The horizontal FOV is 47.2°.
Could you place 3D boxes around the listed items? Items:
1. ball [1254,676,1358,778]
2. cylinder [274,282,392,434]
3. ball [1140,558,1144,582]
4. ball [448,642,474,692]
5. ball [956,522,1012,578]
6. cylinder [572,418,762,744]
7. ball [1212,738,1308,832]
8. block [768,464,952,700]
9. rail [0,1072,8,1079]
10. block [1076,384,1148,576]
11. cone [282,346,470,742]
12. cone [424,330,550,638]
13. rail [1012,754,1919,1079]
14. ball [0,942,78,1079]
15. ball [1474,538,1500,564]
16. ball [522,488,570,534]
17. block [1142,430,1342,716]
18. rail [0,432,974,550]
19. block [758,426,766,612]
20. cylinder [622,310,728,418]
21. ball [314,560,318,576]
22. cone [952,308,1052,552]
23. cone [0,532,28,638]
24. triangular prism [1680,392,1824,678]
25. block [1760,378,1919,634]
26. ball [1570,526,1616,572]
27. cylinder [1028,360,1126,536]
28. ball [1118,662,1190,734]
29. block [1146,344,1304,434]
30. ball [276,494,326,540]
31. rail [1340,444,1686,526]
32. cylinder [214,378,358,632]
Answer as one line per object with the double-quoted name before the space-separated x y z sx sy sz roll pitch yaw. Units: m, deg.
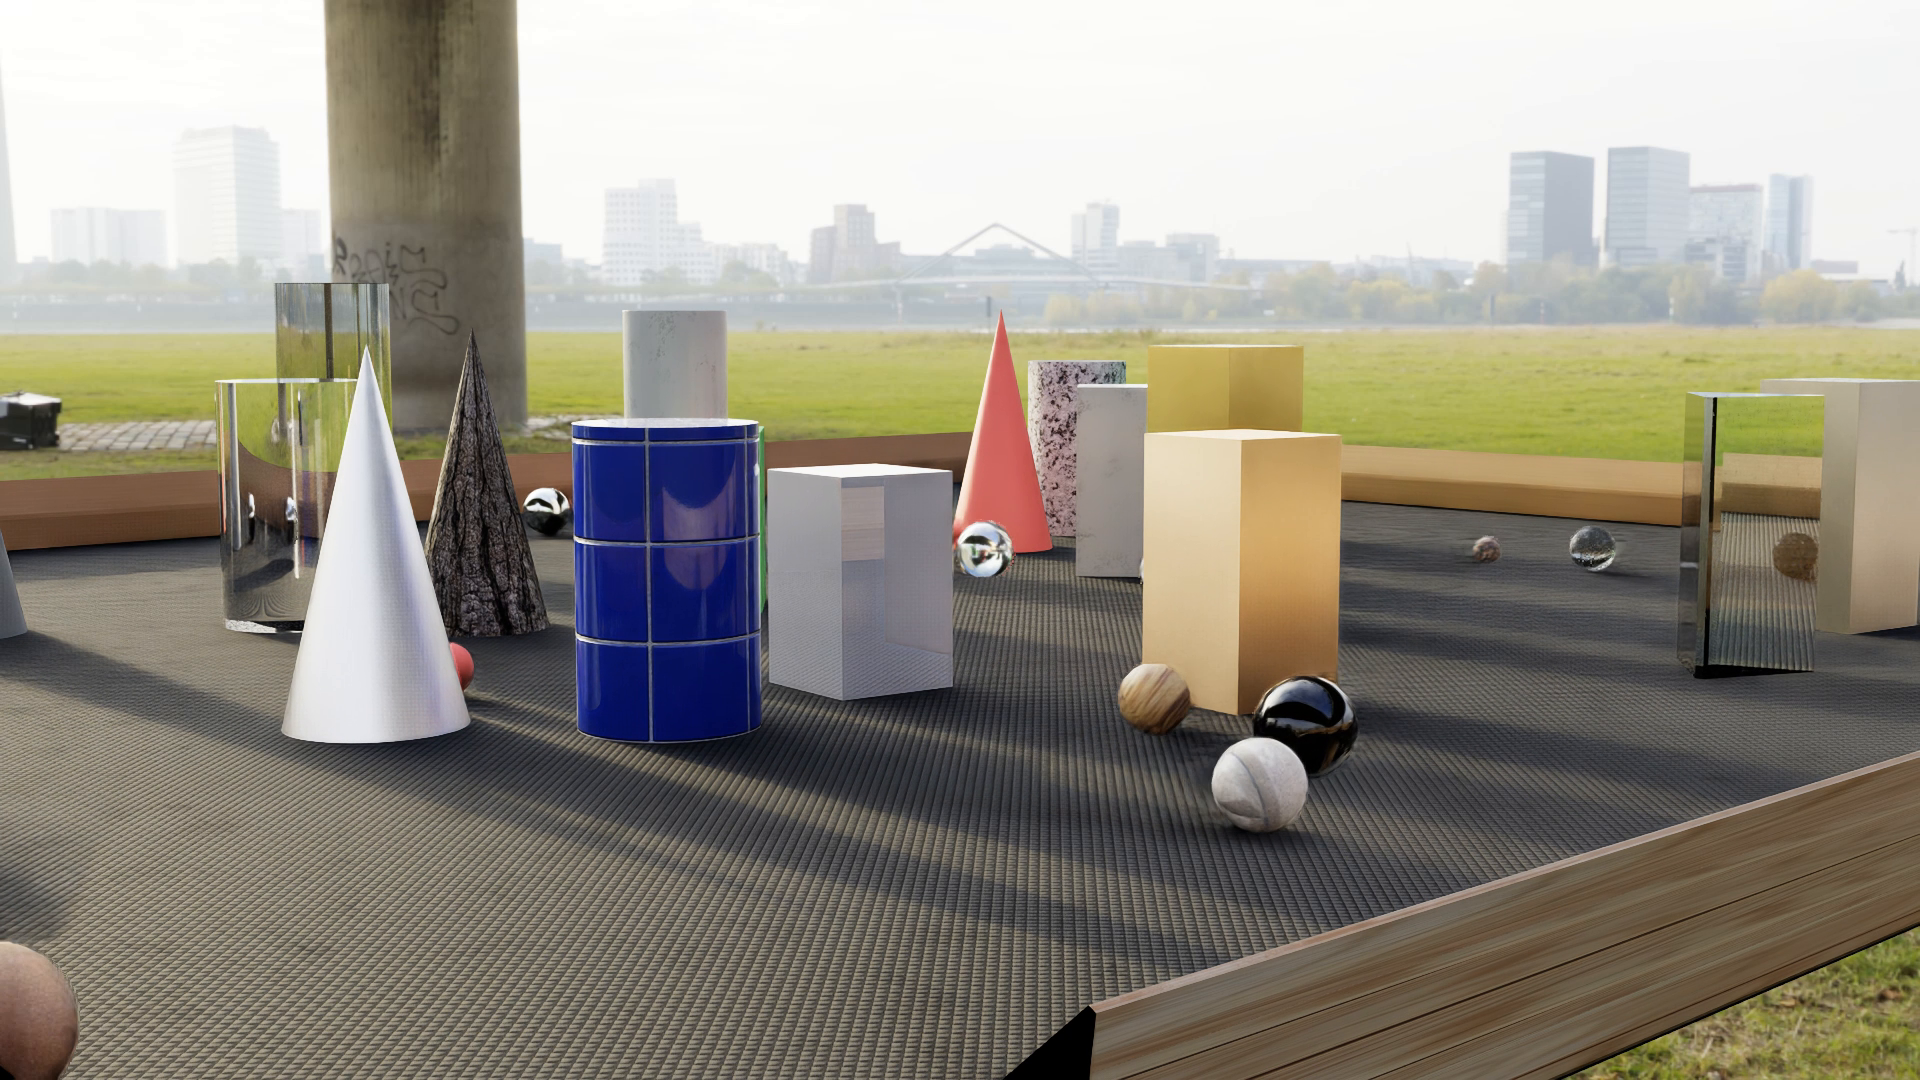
"ball" 0.329 0.178 2.097 0.099 0.099 0.099 0 6 0
"cylinder" -1.117 -0.211 3.932 0.197 0.492 0.197 0 6 0
"ball" 0.322 0.047 3.445 0.079 0.079 0.079 0 6 0
"ball" -0.594 0.150 2.544 0.063 0.063 0.063 0 6 0
"ball" 0.041 0.016 3.670 0.095 0.095 0.095 0 6 0
"cylinder" -0.312 0.037 2.350 0.197 0.326 0.197 0 6 0
"ball" 0.256 0.209 1.882 0.081 0.081 0.081 0 6 0
"block" -0.119 0.045 2.614 0.158 0.256 0.158 -4 7 -37
"rail" -1.401 0.168 2.046 0.045 0.128 3.521 -5 8 -42
"block" 0.279 -0.104 3.750 0.158 0.317 0.158 0 6 4
"cone" -0.628 -0.004 2.347 0.197 0.409 0.197 0 6 0
"cone" -0.679 -0.087 3.081 0.197 0.422 0.197 0 6 0
"rail" 1.178 0.166 2.062 3.860 0.128 0.045 -5 8 -42
"ball" -0.541 0.271 1.221 0.096 0.096 0.096 0 6 0
"ball" 0.928 0.019 3.874 0.047 0.047 0.047 0 6 0
"ball" -0.824 -0.058 4.382 0.093 0.093 0.093 0 6 0
"block" 0.322 0.031 2.519 0.158 0.304 0.158 -4 7 -37
"rail" -1.178 -0.099 4.601 3.860 0.128 0.045 -5 8 -42
"block" -0.375 -0.033 3.307 0.158 0.267 0.158 0 6 -3
"cylinder" -0.540 -0.214 4.188 0.197 0.444 0.197 0 6 0
"ball" -1.008 0.048 3.537 0.059 0.059 0.059 0 6 0
"cone" 0.077 -0.209 4.124 0.197 0.448 0.197 0 6 0
"cone" -1.393 -0.112 3.008 0.197 0.487 0.197 0 6 0
"triangular prism" 0.952 -0.011 2.745 0.171 0.341 0.148 -2 6 -19
"block" 1.247 -0.053 3.122 0.158 0.346 0.158 -4 7 -34
"ball" 1.083 0.016 3.762 0.076 0.076 0.076 0 6 0
"cylinder" 0.235 -0.188 4.428 0.197 0.343 0.197 0 6 0
"ball" 0.204 0.167 2.315 0.076 0.076 0.076 0 6 0
"block" 0.382 -0.083 3.182 0.158 0.393 0.158 -5 8 -41
"ball" -1.278 -0.045 4.263 0.092 0.092 0.092 0 6 0
"rail" 1.401 -0.101 4.618 0.045 0.128 3.521 -5 8 -42
"cylinder" -0.950 -0.054 3.126 0.197 0.346 0.197 0 6 0
